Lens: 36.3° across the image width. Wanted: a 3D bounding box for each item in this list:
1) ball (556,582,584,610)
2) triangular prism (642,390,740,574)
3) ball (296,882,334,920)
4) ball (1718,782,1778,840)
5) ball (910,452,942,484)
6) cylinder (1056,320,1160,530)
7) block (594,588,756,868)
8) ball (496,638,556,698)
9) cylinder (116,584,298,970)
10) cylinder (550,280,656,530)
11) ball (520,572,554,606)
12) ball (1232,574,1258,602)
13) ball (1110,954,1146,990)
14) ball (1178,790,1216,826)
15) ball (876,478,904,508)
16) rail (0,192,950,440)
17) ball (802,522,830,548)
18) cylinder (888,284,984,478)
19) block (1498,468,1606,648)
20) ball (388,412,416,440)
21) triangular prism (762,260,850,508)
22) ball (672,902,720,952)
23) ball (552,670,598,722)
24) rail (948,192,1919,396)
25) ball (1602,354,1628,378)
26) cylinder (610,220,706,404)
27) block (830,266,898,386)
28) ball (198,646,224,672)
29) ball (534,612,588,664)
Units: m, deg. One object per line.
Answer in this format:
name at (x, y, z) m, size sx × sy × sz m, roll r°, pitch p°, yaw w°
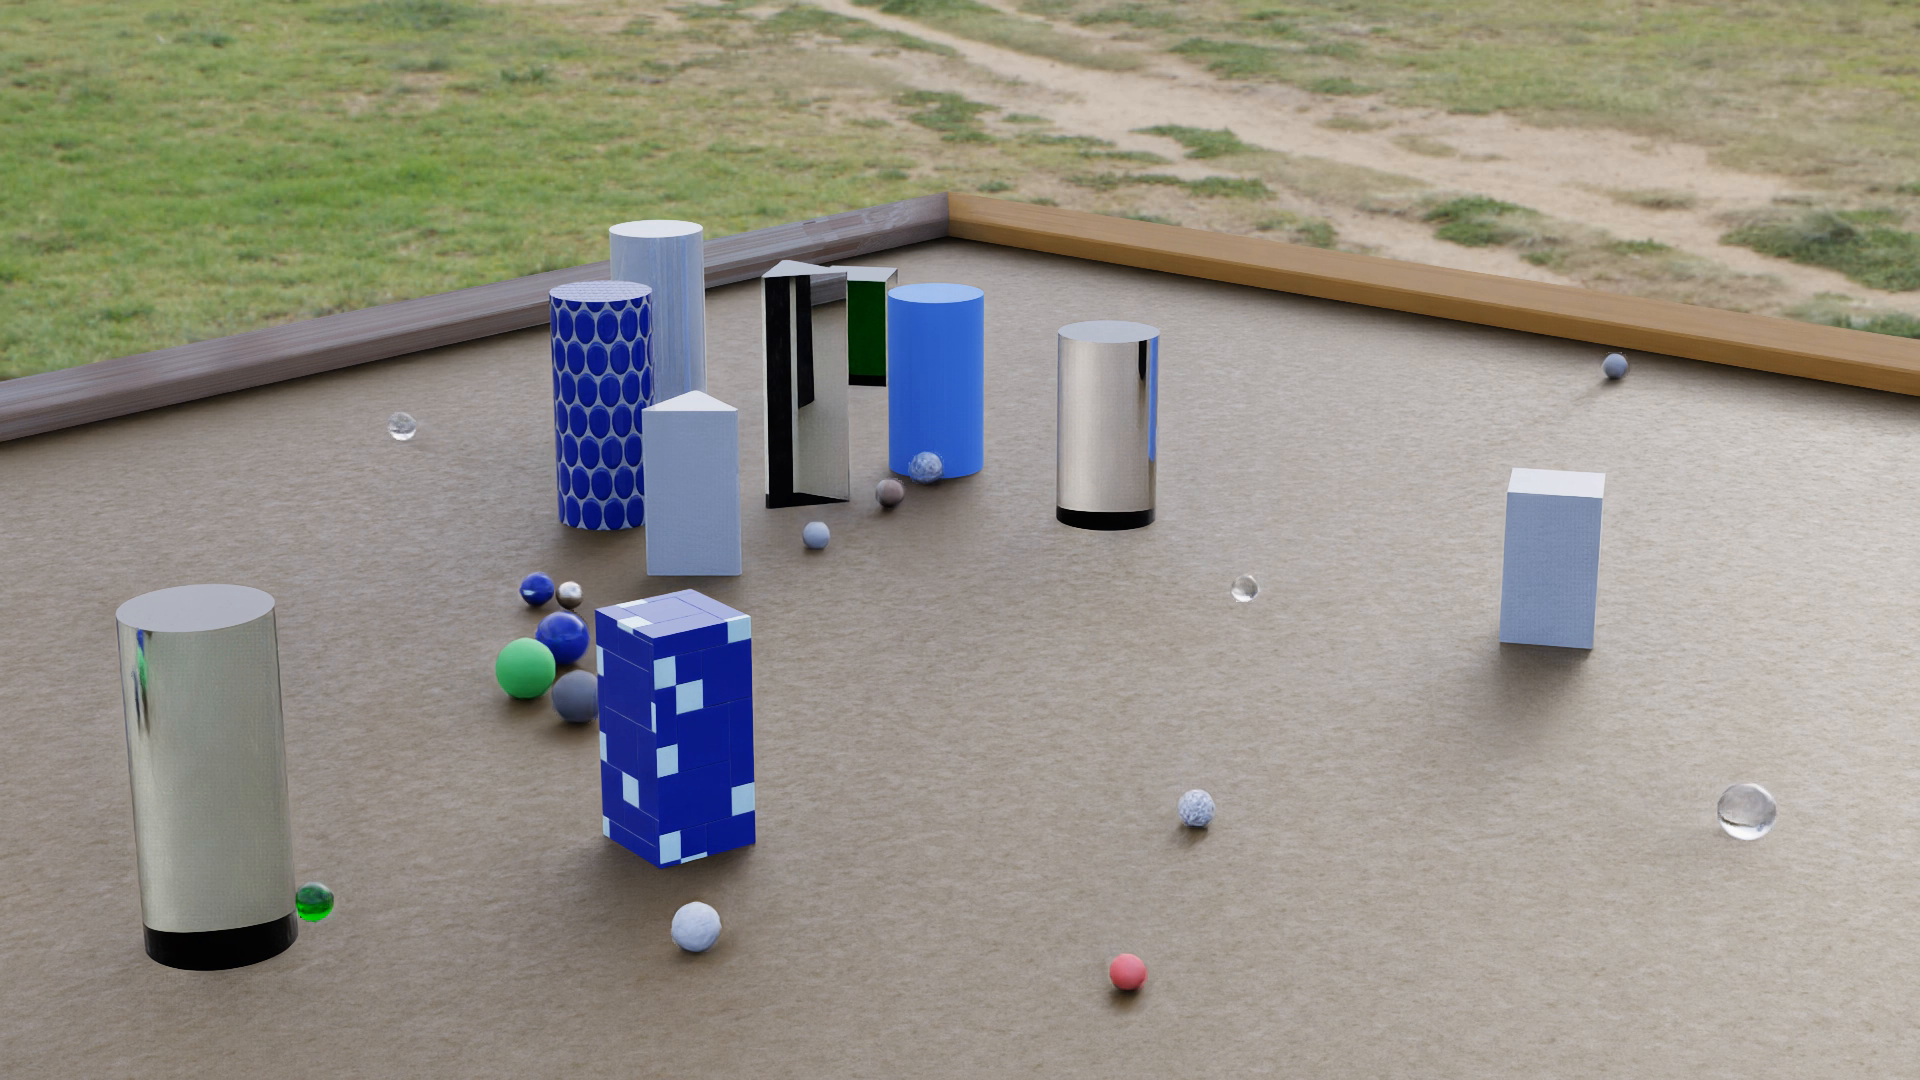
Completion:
ball at (-0.671, 0.096, 5.043) m, size 0.048 × 0.048 × 0.048 m, roll 0°, pitch 17°, yaw 0°
triangular prism at (-0.475, -0.104, 5.261) m, size 0.166 × 0.303 × 0.144 m, roll 0°, pitch 17°, yaw 0°
ball at (-0.837, 0.468, 3.798) m, size 0.051 × 0.051 × 0.051 m, roll 0°, pitch 17°, yaw 0°
ball at (1.090, 0.375, 4.060) m, size 0.081 × 0.081 × 0.081 m, roll 0°, pitch 17°, yaw 0°
ball at (-0.068, -0.143, 5.807) m, size 0.063 × 0.063 × 0.063 m, roll 0°, pitch 17°, yaw 0°
cylinder at (0.279, -0.217, 5.538) m, size 0.191 × 0.361 × 0.191 m, roll 0°, pitch 17°, yaw 0°
block at (-0.390, 0.257, 4.023) m, size 0.153 × 0.330 × 0.153 m, roll -12°, pitch 21°, yaw -35°
ball at (-0.683, 0.202, 4.611) m, size 0.094 × 0.094 × 0.094 m, roll 0°, pitch 17°, yaw 0°
cylinder at (-0.944, 0.297, 3.688) m, size 0.191 × 0.446 × 0.191 m, roll 0°, pitch 17°, yaw 0°
cylinder at (-0.670, -0.255, 5.532) m, size 0.191 × 0.437 × 0.191 m, roll 0°, pitch 17°, yaw 0°
ball at (-0.730, 0.085, 5.060) m, size 0.058 × 0.058 × 0.058 m, roll 0°, pitch 17°, yaw 0°
ball at (0.494, 0.083, 5.085) m, size 0.047 × 0.047 × 0.047 m, roll 0°, pitch 17°, yaw 0°
ball at (0.206, 0.531, 3.605) m, size 0.045 × 0.045 × 0.045 m, roll 0°, pitch 17°, yaw 0°
ball at (0.331, 0.376, 4.108) m, size 0.052 × 0.052 × 0.052 m, roll 0°, pitch 17°, yaw 0°
ball at (-0.136, -0.090, 5.645) m, size 0.055 × 0.055 × 0.055 m, roll 0°, pitch 17°, yaw 0°
rail at (-1.635, -0.379, 6.479) m, size 0.045 × 0.124 × 4.934 m, roll 14°, pitch 22°, yaw 39°
ball at (-0.264, -0.010, 5.387) m, size 0.050 × 0.050 × 0.050 m, roll 0°, pitch 17°, yaw 0°
cylinder at (-0.048, -0.321, 5.889) m, size 0.191 × 0.357 × 0.191 m, roll 0°, pitch 17°, yaw 0°
block at (0.989, 0.029, 4.897) m, size 0.153 × 0.260 × 0.153 m, roll 4°, pitch 17°, yaw 13°
ball at (-1.166, -0.237, 6.129) m, size 0.057 × 0.057 × 0.057 m, roll 0°, pitch 17°, yaw 0°
triangular prism at (-0.315, -0.305, 5.667) m, size 0.166 × 0.453 × 0.144 m, roll -5°, pitch 18°, yaw -17°
ball at (-0.334, 0.490, 3.712) m, size 0.063 × 0.063 × 0.063 m, roll 0°, pitch 17°, yaw 0°
ball at (-0.586, 0.240, 4.508) m, size 0.080 × 0.080 × 0.080 m, roll 0°, pitch 17°, yaw 0°
rail at (1.602, -0.502, 6.887) m, size 4.377 × 0.124 × 0.045 m, roll 14°, pitch 22°, yaw 39°
ball at (1.487, -0.396, 6.656) m, size 0.056 × 0.056 × 0.056 m, roll 0°, pitch 17°, yaw 0°
cylinder at (-0.621, -0.421, 6.058) m, size 0.191 × 0.450 × 0.191 m, roll 0°, pitch 17°, yaw 0°
block at (-0.229, -0.484, 6.631) m, size 0.153 × 0.240 × 0.153 m, roll 3°, pitch 17°, yaw 9°
ball at (-1.208, 0.193, 4.734) m, size 0.041 × 0.041 × 0.041 m, roll 0°, pitch 17°, yaw 0°
ball at (-0.647, 0.159, 4.765) m, size 0.087 × 0.087 × 0.087 m, roll 0°, pitch 17°, yaw 0°
